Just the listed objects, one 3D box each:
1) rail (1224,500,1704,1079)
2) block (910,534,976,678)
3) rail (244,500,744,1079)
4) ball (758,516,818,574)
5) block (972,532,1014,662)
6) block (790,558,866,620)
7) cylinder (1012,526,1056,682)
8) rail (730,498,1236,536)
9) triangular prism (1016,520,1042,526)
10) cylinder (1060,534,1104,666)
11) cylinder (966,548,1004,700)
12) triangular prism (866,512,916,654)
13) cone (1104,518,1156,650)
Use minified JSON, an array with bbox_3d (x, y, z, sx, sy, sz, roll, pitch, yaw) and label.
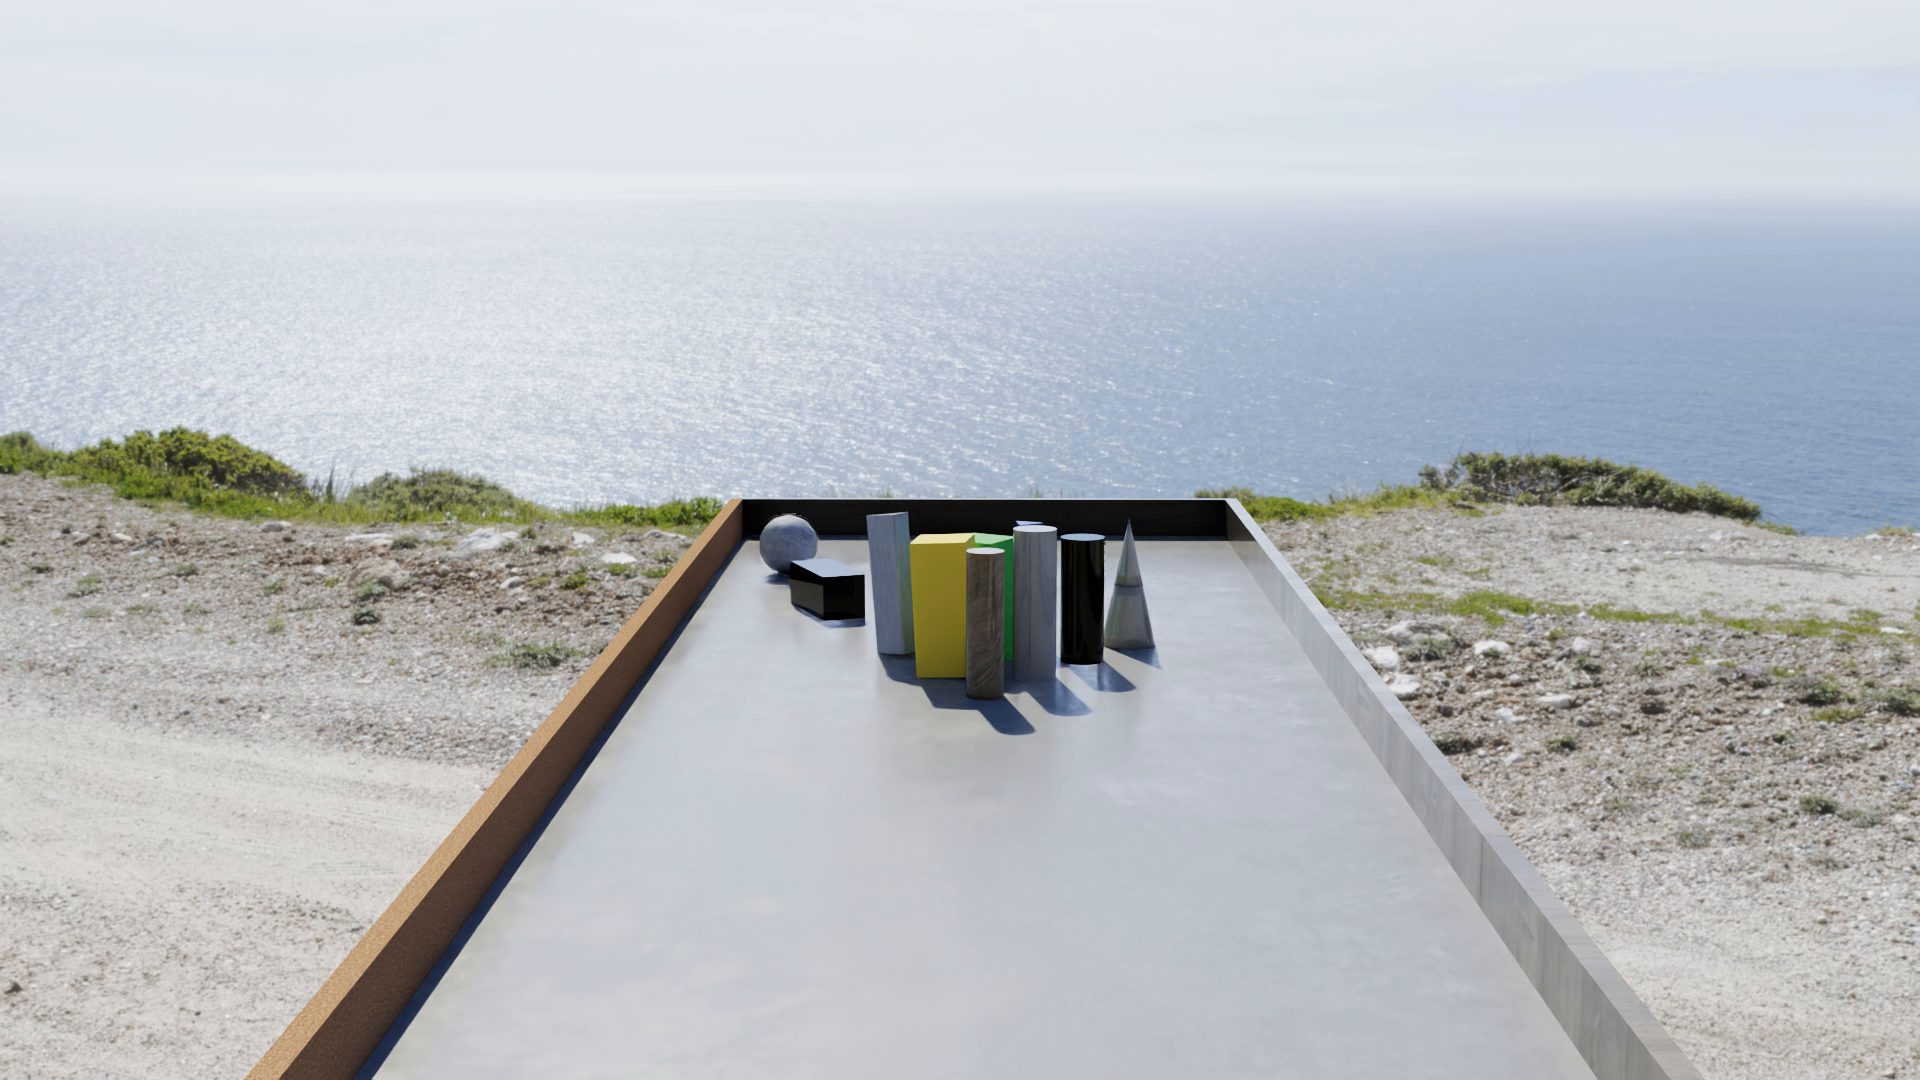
[{"bbox_3d":[1.046,0.843,3.208,0.050,0.150,12.000,0,9,1],"label":"rail"},{"bbox_3d":[-0.042,0.193,6.488,0.164,0.399,0.164,-1,9,11],"label":"block"},{"bbox_3d":[-1.004,0.839,3.234,0.050,0.150,12.000,0,9,1],"label":"rail"},{"bbox_3d":[-0.640,0.017,8.198,0.220,0.220,0.220,0,9,0],"label":"ball"},{"bbox_3d":[0.067,0.180,6.672,0.156,0.375,0.156,6,11,32],"label":"block"},{"bbox_3d":[-0.453,0.166,7.492,0.147,0.147,0.357,-4,10,-22],"label":"block"},{"bbox_3d":[0.218,0.185,6.429,0.128,0.442,0.128,0,9,0],"label":"cylinder"},{"bbox_3d":[0.099,-0.098,9.147,2.100,0.150,0.050,0,9,1],"label":"rail"},{"bbox_3d":[0.201,0.134,6.946,0.089,0.382,0.077,-6,11,-36],"label":"triangular prism"},{"bbox_3d":[0.371,0.179,6.665,0.133,0.380,0.133,0,9,0],"label":"cylinder"},{"bbox_3d":[0.071,0.236,6.189,0.107,0.417,0.107,0,9,0],"label":"cylinder"},{"bbox_3d":[-0.188,0.131,6.781,0.110,0.427,0.127,-7,4,-42],"label":"triangular prism"},{"bbox_3d":[0.529,0.130,6.904,0.173,0.402,0.173,0,9,0],"label":"cone"}]
